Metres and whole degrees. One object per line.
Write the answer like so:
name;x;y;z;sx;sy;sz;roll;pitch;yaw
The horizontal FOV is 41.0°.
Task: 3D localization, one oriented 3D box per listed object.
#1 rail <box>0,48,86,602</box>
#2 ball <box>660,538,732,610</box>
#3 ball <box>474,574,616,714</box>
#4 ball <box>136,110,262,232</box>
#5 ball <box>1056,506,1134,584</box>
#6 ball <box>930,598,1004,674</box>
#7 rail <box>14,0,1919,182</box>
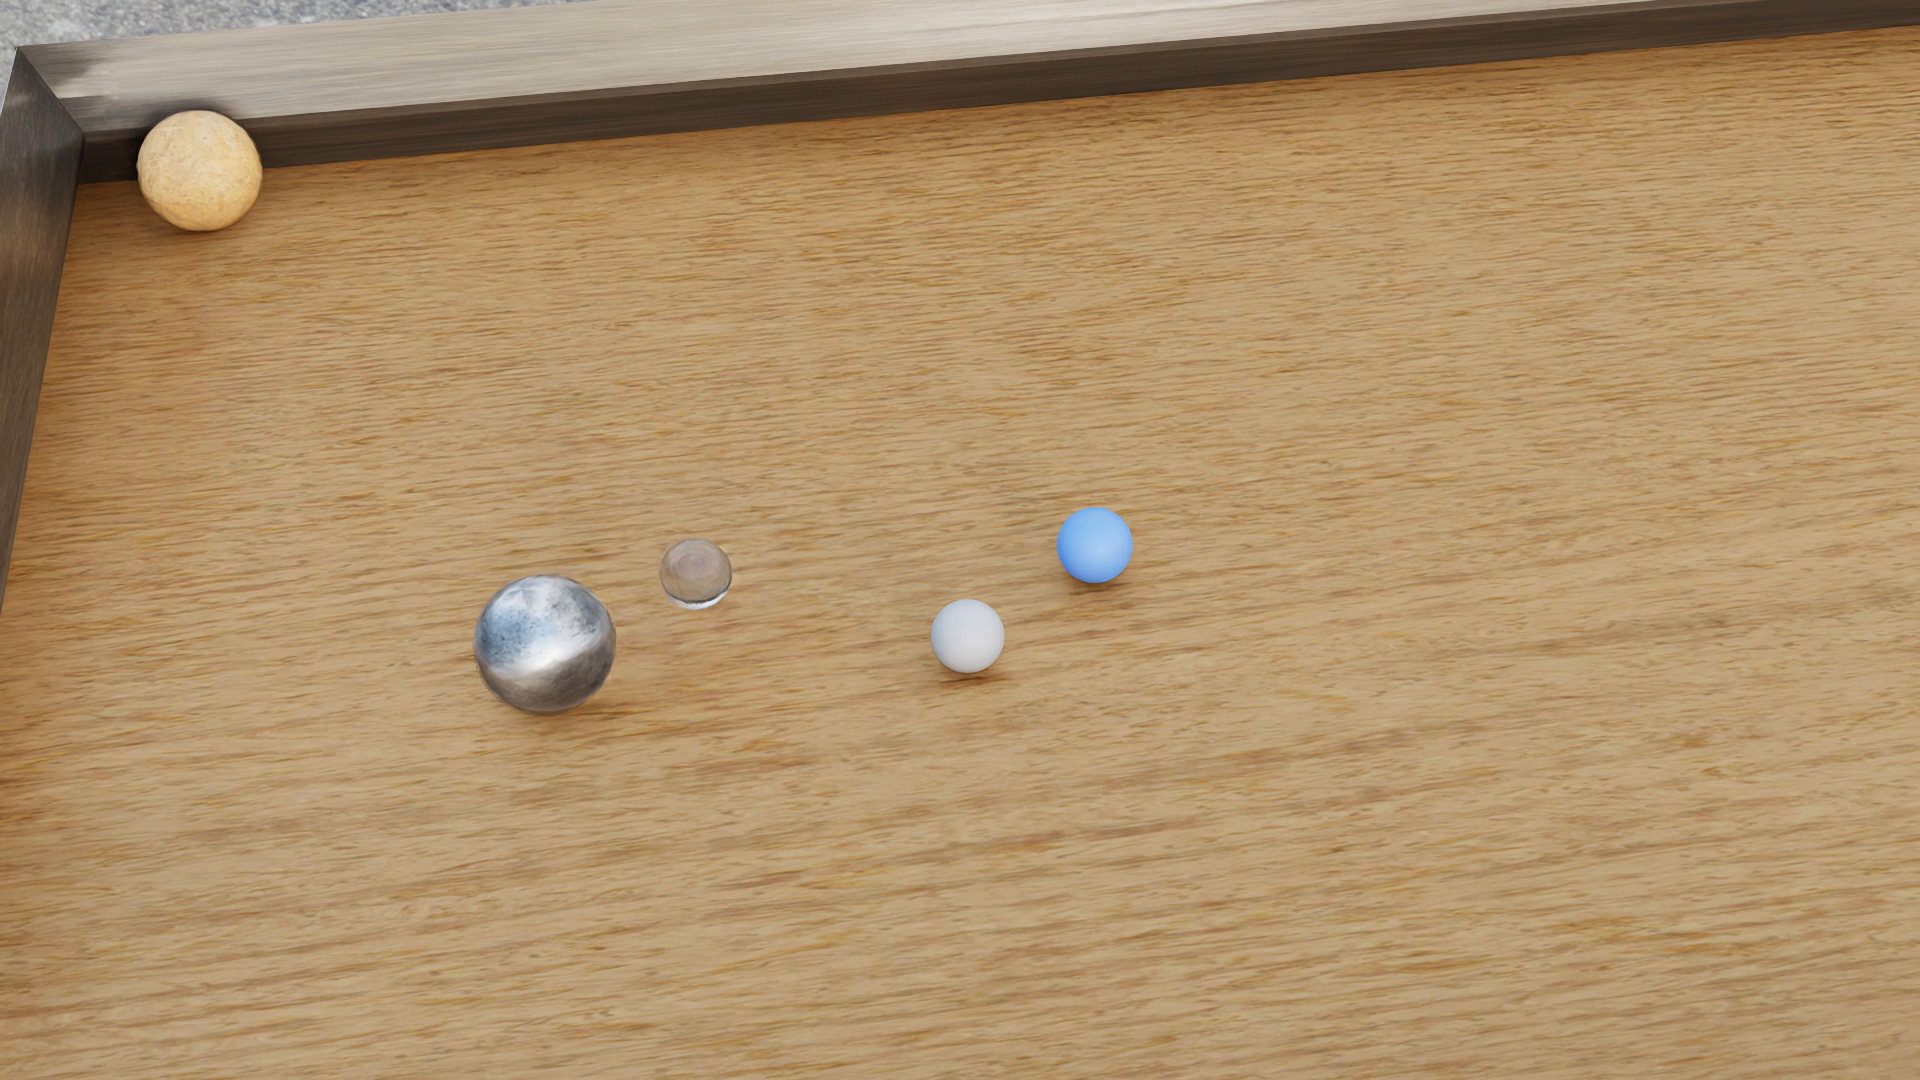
rail;-0.606;0.040;1.560;0.045;0.125;1.357;-6;36;-9
ball;-0.170;0.022;1.654;0.047;0.047;0.047;0;36;0
ball;-0.252;0.063;1.563;0.086;0.086;0.086;0;36;0
ball;-0.608;-0.295;2.053;0.096;0.096;0.096;0;36;0
ball;0.088;0.003;1.677;0.050;0.050;0.050;0;36;0
ball;0.005;0.060;1.602;0.046;0.046;0.046;0;36;0
rail;0.505;-0.475;2.276;2.566;0.125;0.045;-6;36;-9
